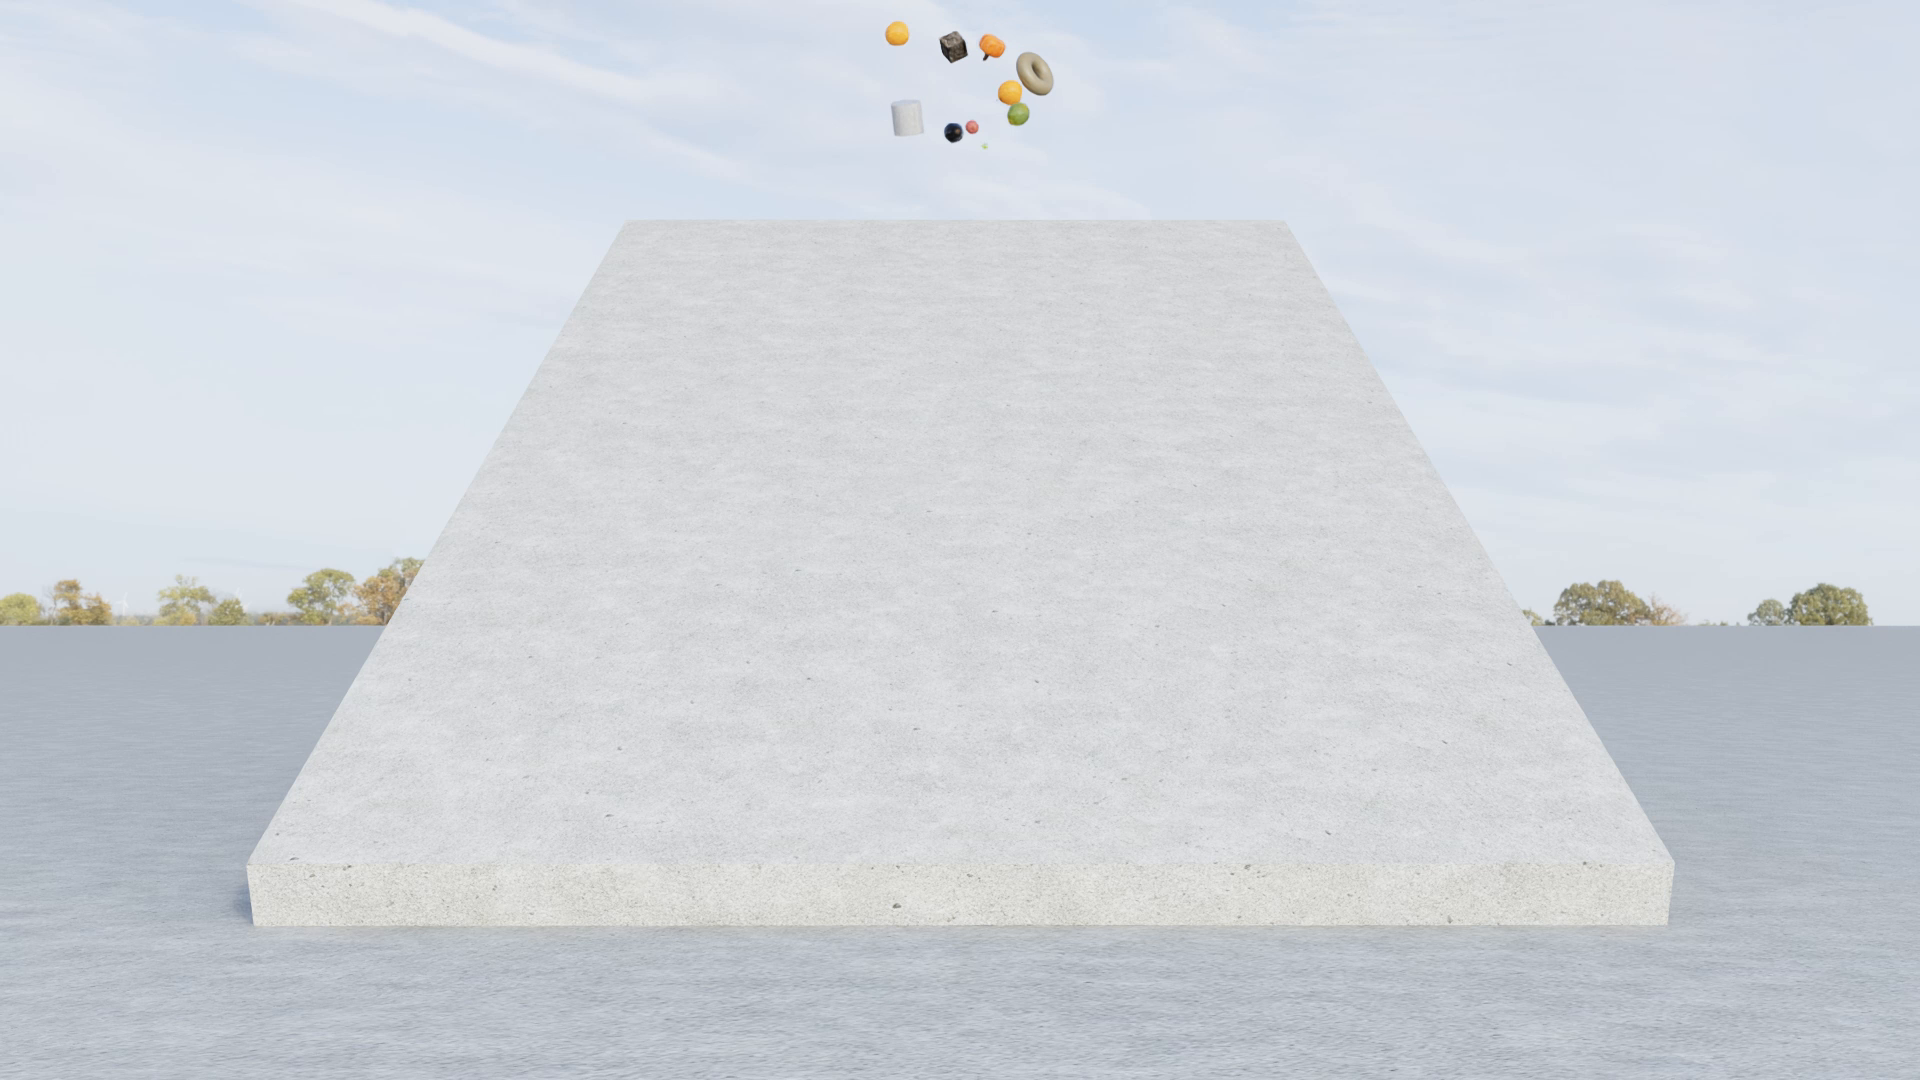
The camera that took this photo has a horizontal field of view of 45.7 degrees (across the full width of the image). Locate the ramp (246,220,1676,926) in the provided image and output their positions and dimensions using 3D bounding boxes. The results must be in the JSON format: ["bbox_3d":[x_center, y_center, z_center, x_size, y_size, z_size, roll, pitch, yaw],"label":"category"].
[{"bbox_3d":[-0.006,-0.214,5.078,2.000,0.100,4.000,0,21,0],"label":"ramp"}]

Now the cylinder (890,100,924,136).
[{"bbox_3d":[-0.157,-1.258,6.794,0.092,0.092,0.092,-5,21,2],"label":"cylinder"}]

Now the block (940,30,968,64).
[{"bbox_3d":[-0.019,-1.494,6.909,0.060,0.060,0.060,-27,-38,-10],"label":"block"}]
